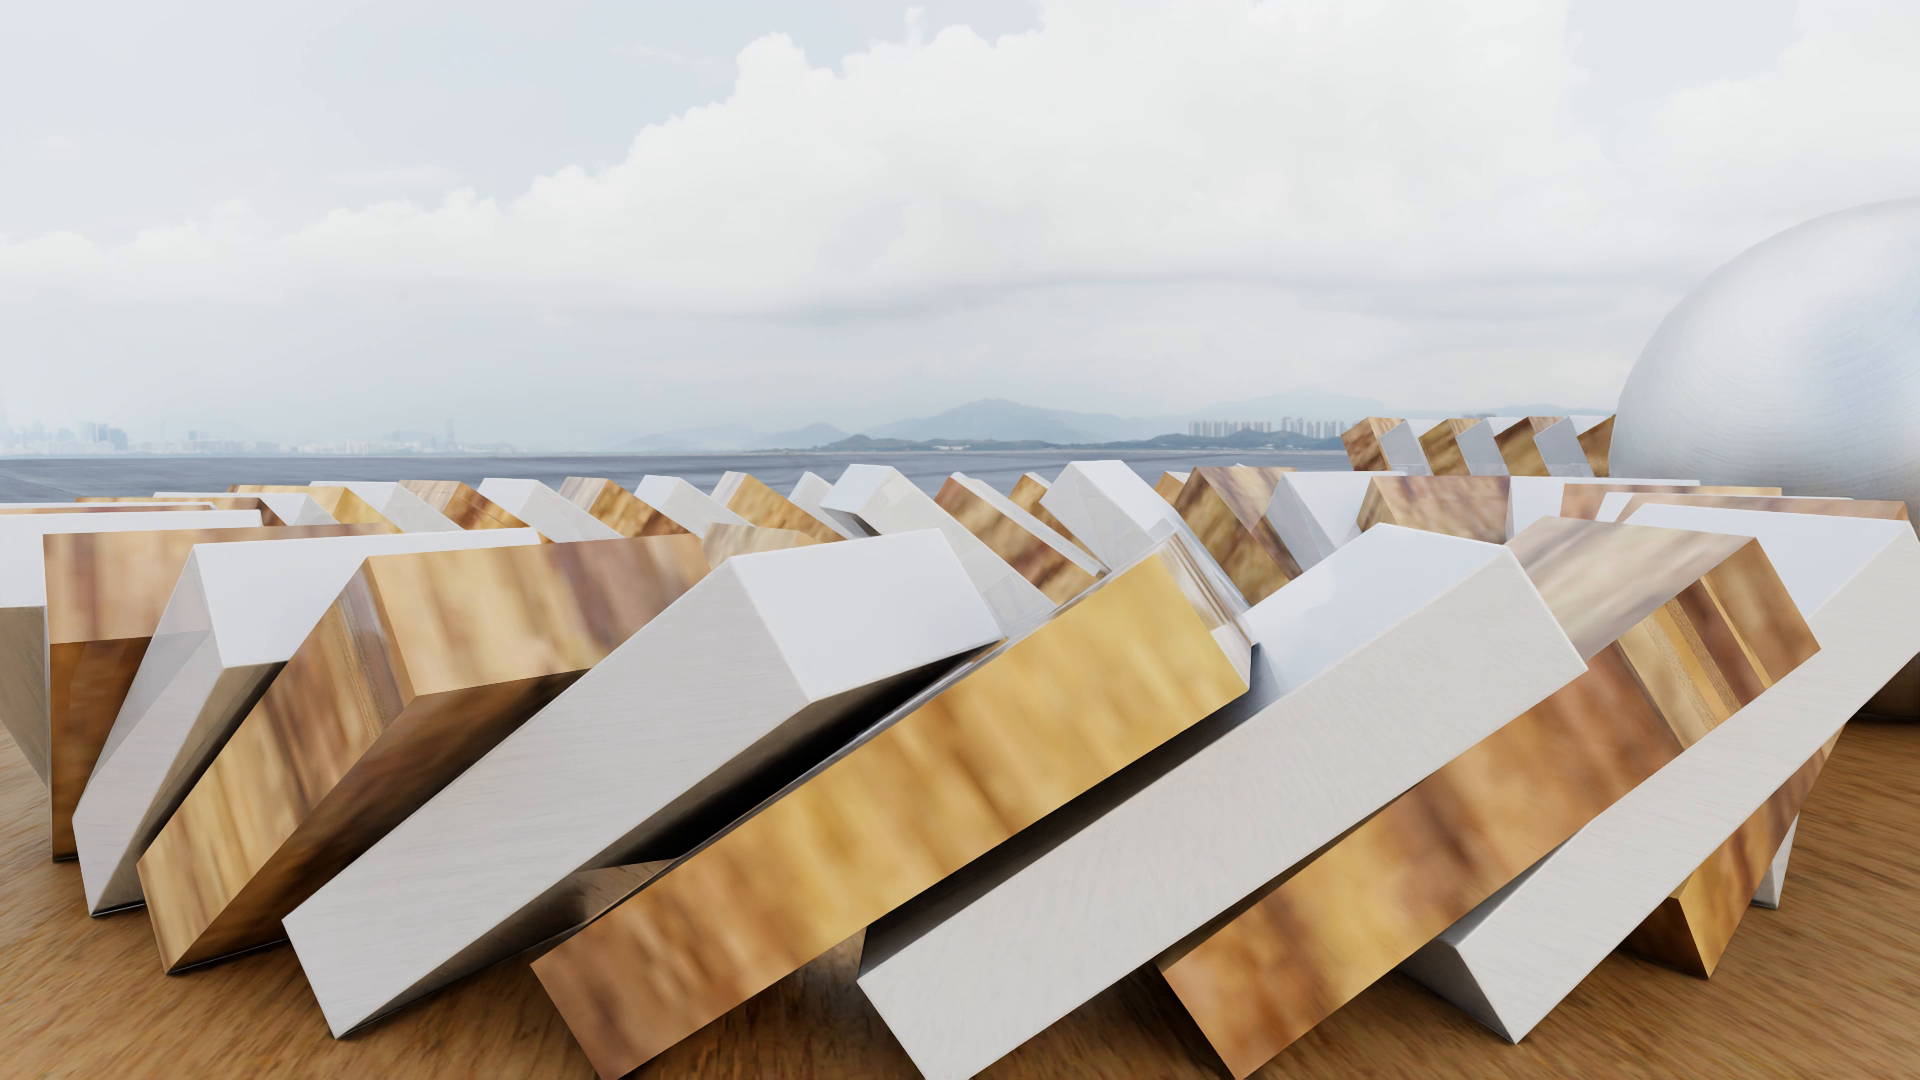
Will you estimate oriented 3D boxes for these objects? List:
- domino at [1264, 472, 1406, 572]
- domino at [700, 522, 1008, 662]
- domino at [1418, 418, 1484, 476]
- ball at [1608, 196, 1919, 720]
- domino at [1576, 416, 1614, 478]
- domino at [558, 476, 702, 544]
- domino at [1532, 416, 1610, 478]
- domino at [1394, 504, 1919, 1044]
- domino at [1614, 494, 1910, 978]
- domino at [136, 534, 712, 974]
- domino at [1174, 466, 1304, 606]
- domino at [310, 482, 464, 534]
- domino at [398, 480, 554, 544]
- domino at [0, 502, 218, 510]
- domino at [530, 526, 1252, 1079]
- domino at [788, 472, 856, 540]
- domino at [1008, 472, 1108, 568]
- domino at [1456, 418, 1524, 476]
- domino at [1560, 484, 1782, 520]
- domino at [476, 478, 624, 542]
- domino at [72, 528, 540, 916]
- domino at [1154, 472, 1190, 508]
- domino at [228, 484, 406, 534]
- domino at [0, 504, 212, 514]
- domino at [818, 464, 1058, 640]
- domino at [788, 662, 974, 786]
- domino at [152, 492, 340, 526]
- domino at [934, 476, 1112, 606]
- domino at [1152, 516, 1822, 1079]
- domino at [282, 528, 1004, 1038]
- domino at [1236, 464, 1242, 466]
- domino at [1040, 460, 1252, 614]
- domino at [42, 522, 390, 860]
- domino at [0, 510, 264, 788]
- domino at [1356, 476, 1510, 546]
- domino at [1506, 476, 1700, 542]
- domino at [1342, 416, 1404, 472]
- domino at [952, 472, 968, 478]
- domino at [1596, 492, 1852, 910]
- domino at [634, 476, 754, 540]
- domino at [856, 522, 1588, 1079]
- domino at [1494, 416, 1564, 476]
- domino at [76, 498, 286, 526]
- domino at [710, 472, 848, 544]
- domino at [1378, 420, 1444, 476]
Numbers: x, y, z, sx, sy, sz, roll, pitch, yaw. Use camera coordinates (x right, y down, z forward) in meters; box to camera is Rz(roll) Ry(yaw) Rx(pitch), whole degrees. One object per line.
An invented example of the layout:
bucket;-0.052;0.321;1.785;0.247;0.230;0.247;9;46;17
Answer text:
domino;0.073;0.008;0.212;0.025;0.009;0.050;-1;41;-19
domino;-0.015;0.012;0.204;0.050;0.009;0.025;30;-16;-38
domino;0.129;-0.004;0.303;0.025;0.050;0.009;-3;-24;-32
ball;0.146;-0.012;0.200;0.080;0.080;0.080;0;4;0
domino;0.149;-0.002;0.264;0.025;0.050;0.009;-3;-23;-32
domino;-0.067;0.003;0.295;0.050;0.009;0.025;37;-18;-33
domino;0.144;-0.002;0.274;0.025;0.050;0.009;-3;-23;-32
domino;0.052;0.016;0.107;0.050;0.009;0.025;-37;15;-12
domino;0.067;0.015;0.121;0.050;0.009;0.025;-43;26;-25
domino;-0.042;0.017;0.100;0.050;0.009;0.025;-39;-20;34
domino;0.062;0.006;0.227;0.025;0.009;0.050;-2;42;-31
domino;-0.100;0.006;0.248;0.025;0.009;0.050;2;-29;31
domino;-0.092;0.005;0.266;0.025;0.010;0.050;3;-28;41
domino;-0.102;0.012;0.172;0.025;0.010;0.050;-1;-29;-3
domino;-0.003;0.018;0.092;0.050;0.009;0.025;-35;-4;13
domino;-0.020;0.000;0.328;0.050;0.009;0.025;33;-3;-11
domino;0.036;0.000;0.335;0.050;0.009;0.025;33;8;5
domino;0.134;-0.004;0.293;0.025;0.050;0.010;-3;-23;-32
domino;0.085;0.012;0.155;0.025;0.009;0.050;3;41;29
domino;-0.080;0.004;0.281;0.025;0.009;0.050;4;-27;46
domino;-0.057;0.016;0.111;0.025;0.010;0.050;-4;-28;-46
domino;0.075;0.000;0.334;0.050;0.009;0.025;37;18;23
domino;-0.104;0.008;0.229;0.025;0.009;0.050;2;-29;20
domino;-0.096;0.013;0.153;0.025;0.010;0.050;-2;-29;-12
domino;0.000;0.006;0.221;0.050;0.009;0.025;40;-10;-18
domino;-0.004;0.025;0.170;0.025;0.009;0.050;1;4;8
domino;-0.105;0.009;0.209;0.025;0.009;0.050;1;-29;9
domino;0.019;0.006;0.236;0.050;0.010;0.025;35;9;11
domino;0.035;0.017;0.099;0.050;0.009;0.025;-35;8;-3
domino;-0.023;0.017;0.093;0.050;0.009;0.025;-36;-12;25
domino;0.094;-0.001;0.335;0.025;0.009;0.050;12;24;-47
domino;0.040;0.006;0.231;0.050;0.009;0.025;44;22;18
domino;-0.072;0.016;0.123;0.025;0.009;0.050;-3;-28;-36
domino;-0.086;0.014;0.137;0.025;0.009;0.050;-2;-30;-23
domino;0.081;0.009;0.195;0.025;0.009;0.050;0;41;-6
domino;0.089;0.011;0.174;0.025;0.010;0.050;2;41;19
domino;0.115;-0.006;0.320;0.025;0.050;0.009;-1;-25;-31
domino;0.017;0.000;0.335;0.050;0.009;0.025;33;5;0
domino;0.077;0.014;0.138;0.025;0.009;0.050;4;41;41
domino;-0.053;0.002;0.307;0.050;0.009;0.025;35;-14;-28
domino;0.017;0.017;0.095;0.050;0.009;0.025;-34;4;2
domino;0.139;-0.003;0.284;0.025;0.050;0.010;-3;-23;-32
domino;-0.105;0.011;0.190;0.025;0.010;0.050;0;-29;3
domino;-0.037;0.001;0.319;0.050;0.009;0.025;34;-9;-20
domino;0.122;-0.005;0.311;0.025;0.050;0.009;-3;-24;-32
